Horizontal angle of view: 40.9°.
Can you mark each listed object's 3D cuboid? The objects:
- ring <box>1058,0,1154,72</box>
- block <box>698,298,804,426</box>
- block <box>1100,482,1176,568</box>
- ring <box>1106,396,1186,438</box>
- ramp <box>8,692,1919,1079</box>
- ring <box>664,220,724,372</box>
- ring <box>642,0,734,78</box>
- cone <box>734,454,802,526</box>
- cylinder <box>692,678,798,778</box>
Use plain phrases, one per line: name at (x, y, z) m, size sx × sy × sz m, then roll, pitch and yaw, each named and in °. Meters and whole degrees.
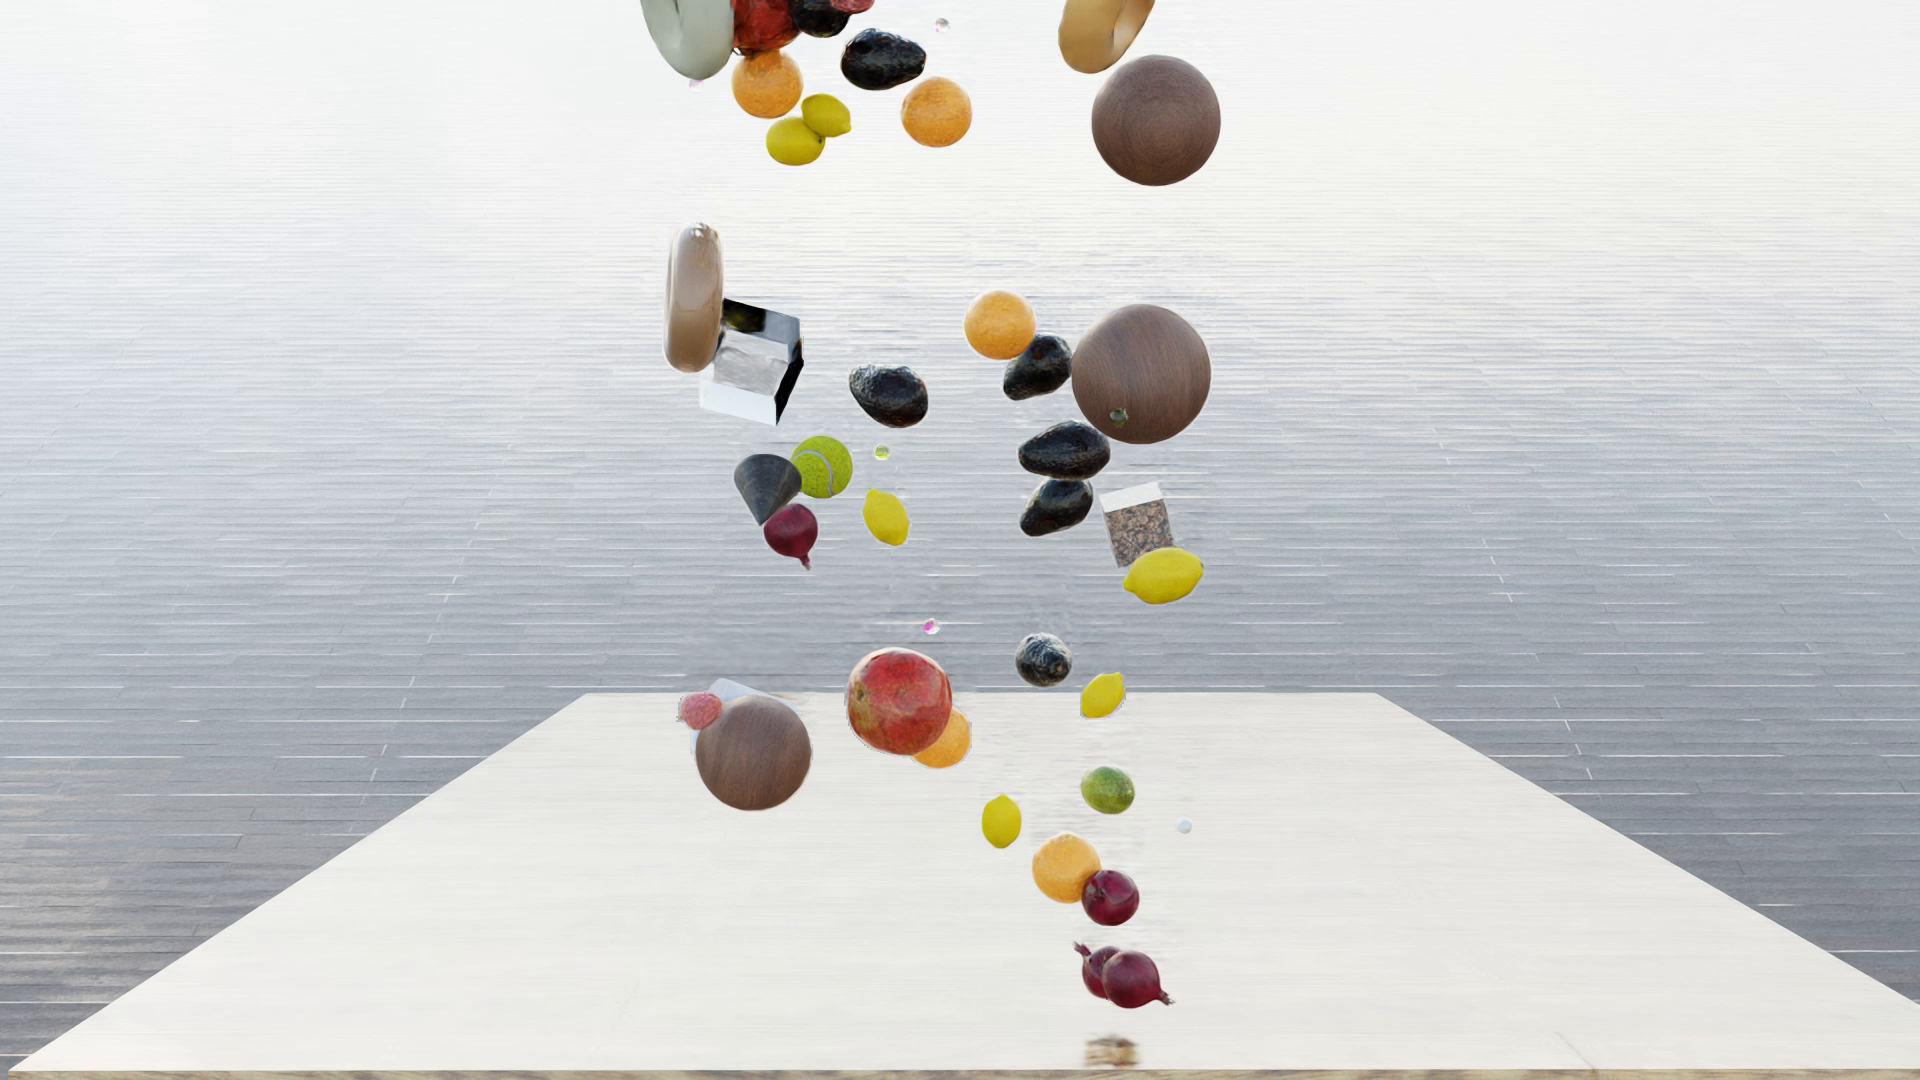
ring at (0.140, -0.497, 2.359) m, size 0.050 × 0.150 × 0.150 m, roll 30°, pitch 32°, yaw 12°
block at (-0.201, -0.170, 2.471) m, size 0.077 × 0.077 × 0.077 m, roll 13°, pitch 38°, yaw -19°
block at (0.193, -0.017, 2.813) m, size 0.065 × 0.065 × 0.065 m, roll -14°, pitch 18°, yaw 1°
ring at (0.190, -0.127, 2.641) m, size 0.083 × 0.028 × 0.083 m, roll -8°, pitch 18°, yaw 3°
ramp at (0.056, 0.506, 4.550) m, size 2.000 × 0.100 × 4.000 m, roll 0°, pitch 2°, yaw 0°
ring at (-0.252, -0.230, 2.431) m, size 0.048 × 0.144 × 0.144 m, roll 3°, pitch 24°, yaw -10°
ring at (-0.258, -0.504, 2.413) m, size 0.049 × 0.146 × 0.146 m, roll -21°, pitch 31°, yaw -23°
cone at (-0.195, -0.037, 2.564) m, size 0.069 × 0.069 × 0.069 m, roll 2°, pitch 44°, yaw 3°
cylinder at (-0.249, 0.218, 2.983) m, size 0.093 × 0.093 × 0.093 m, roll 22°, pitch 18°, yaw -20°
